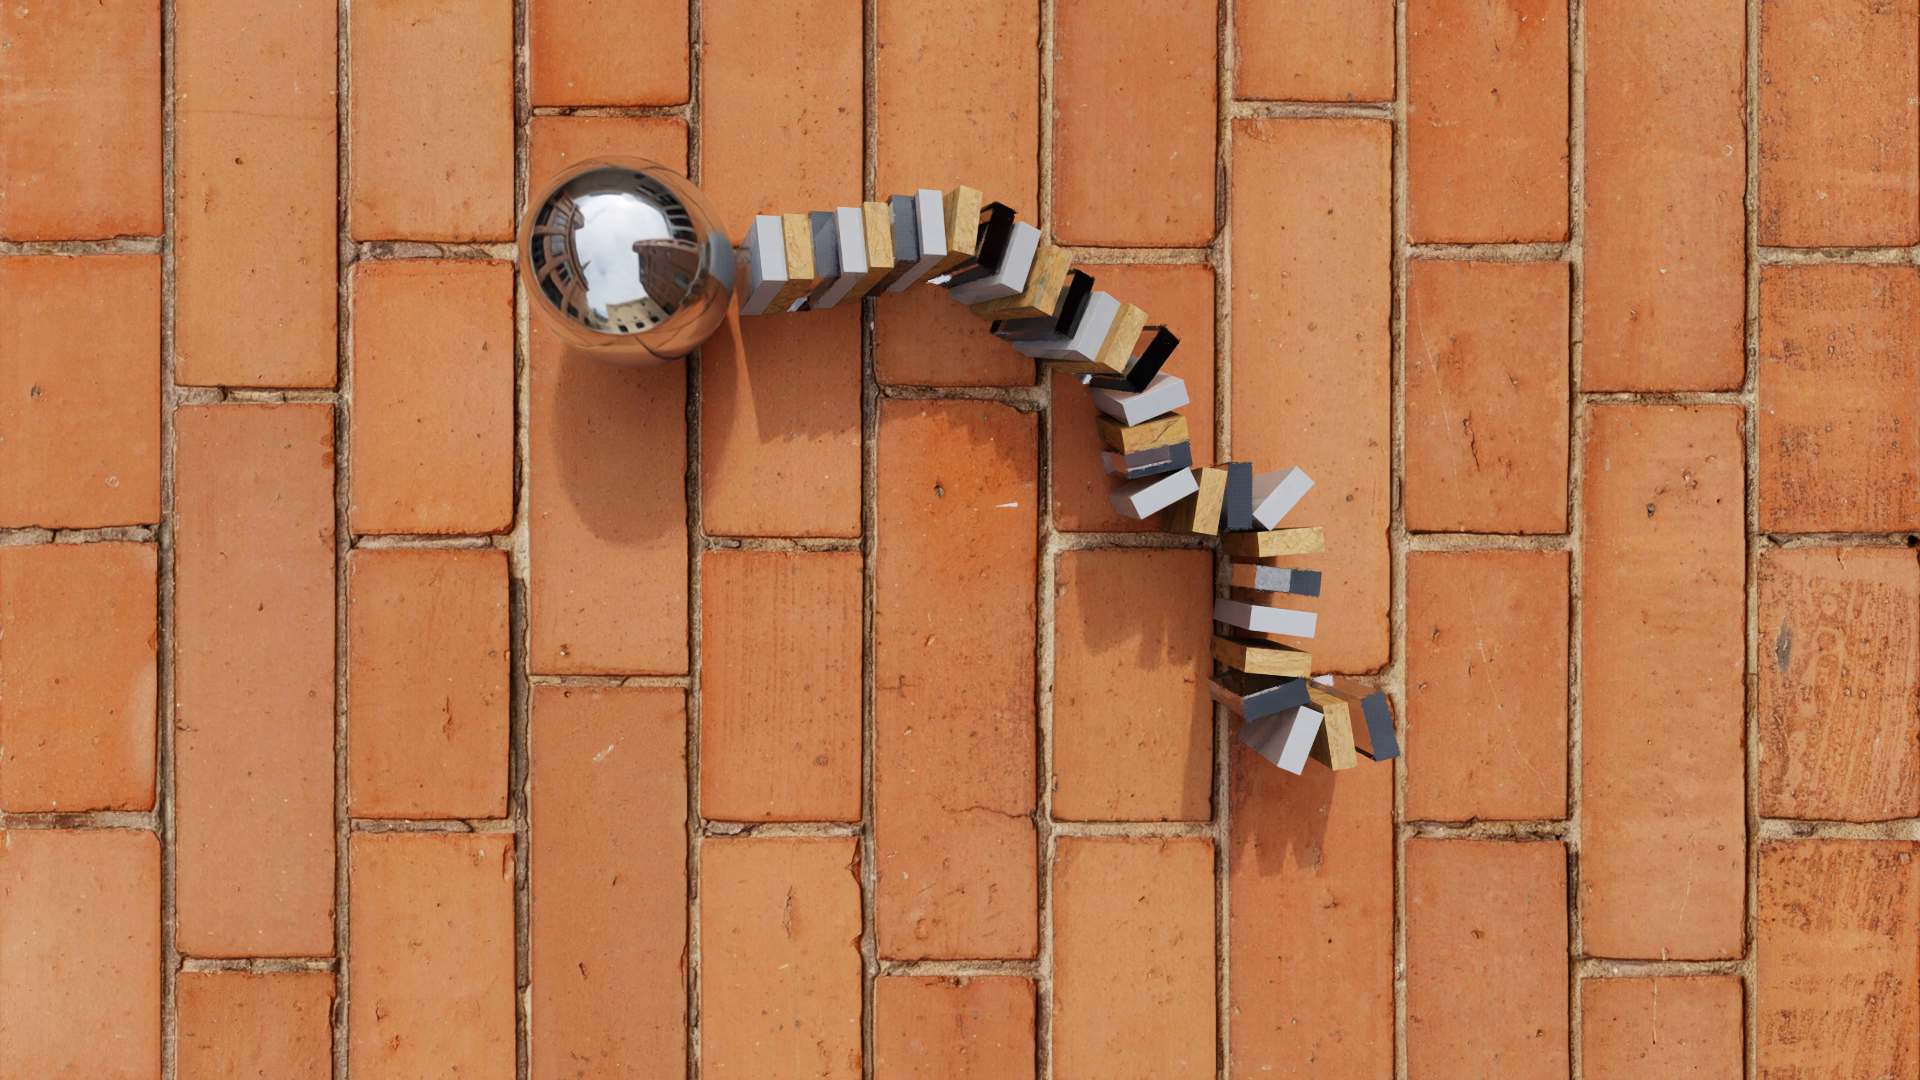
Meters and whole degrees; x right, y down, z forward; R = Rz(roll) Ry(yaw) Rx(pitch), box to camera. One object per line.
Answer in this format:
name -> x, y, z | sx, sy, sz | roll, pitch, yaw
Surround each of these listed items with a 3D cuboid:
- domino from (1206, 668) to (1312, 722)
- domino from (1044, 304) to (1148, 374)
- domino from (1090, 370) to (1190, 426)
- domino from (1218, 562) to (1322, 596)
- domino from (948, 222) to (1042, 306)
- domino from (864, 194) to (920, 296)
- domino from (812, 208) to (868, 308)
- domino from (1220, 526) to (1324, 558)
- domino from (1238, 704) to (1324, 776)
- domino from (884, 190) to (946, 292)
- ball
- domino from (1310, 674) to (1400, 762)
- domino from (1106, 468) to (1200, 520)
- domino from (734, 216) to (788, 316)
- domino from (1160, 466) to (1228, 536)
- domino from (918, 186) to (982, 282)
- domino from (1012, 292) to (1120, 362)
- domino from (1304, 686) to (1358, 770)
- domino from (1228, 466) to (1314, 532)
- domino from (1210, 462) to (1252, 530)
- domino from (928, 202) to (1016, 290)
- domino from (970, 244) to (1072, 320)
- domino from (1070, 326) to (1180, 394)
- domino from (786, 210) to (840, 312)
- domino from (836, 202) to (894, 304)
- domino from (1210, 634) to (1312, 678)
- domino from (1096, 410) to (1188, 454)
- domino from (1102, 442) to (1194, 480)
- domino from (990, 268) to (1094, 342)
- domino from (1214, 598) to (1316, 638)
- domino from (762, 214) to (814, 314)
domino -> 0.121, 0.061, 0.375 | 0.025, 0.050, 0.010 | -18, 90, 0
domino -> 0.054, -0.082, 0.375 | 0.010, 0.050, 0.025 | 25, 90, -25
domino -> 0.072, -0.060, 0.375 | 0.025, 0.050, 0.010 | -22, 108, 0
domino -> 0.125, 0.016, 0.375 | 0.025, 0.050, 0.009 | 6, 90, 0
domino -> 0.013, -0.112, 0.375 | 0.010, 0.050, 0.025 | 18, 90, -26
domino -> -0.031, -0.119, 0.375 | 0.009, 0.050, 0.025 | -5, 90, -24
domino -> -0.051, -0.114, 0.375 | 0.010, 0.050, 0.025 | -6, 90, -24
domino -> 0.127, 0.001, 0.375 | 0.025, 0.050, 0.010 | -5, 90, 0
domino -> 0.130, 0.077, 0.375 | 0.009, 0.050, 0.025 | 21, 90, 0
domino -> -0.021, -0.121, 0.375 | 0.010, 0.050, 0.025 | -5, 90, -24
ball -> -0.129, -0.108, 0.360 | 0.080, 0.080, 0.080 | 0, 90, 0
domino -> 0.161, 0.072, 0.375 | 0.010, 0.050, 0.025 | -14, 90, 0
domino -> 0.078, -0.020, 0.375 | 0.025, 0.050, 0.010 | -28, 94, 1
domino -> -0.082, -0.111, 0.375 | 0.009, 0.050, 0.025 | -6, 90, -24
domino -> 0.095, -0.015, 0.375 | 0.010, 0.050, 0.025 | 10, 90, -2
domino -> -0.008, -0.124, 0.375 | 0.009, 0.050, 0.025 | 7, 90, -25
domino -> 0.042, -0.088, 0.376 | 0.010, 0.050, 0.025 | 25, 90, -30
domino -> 0.145, 0.075, 0.375 | 0.009, 0.050, 0.025 | -9, 90, 0
domino -> 0.124, -0.016, 0.375 | 0.010, 0.050, 0.025 | 43, 90, 0
domino -> 0.107, -0.017, 0.375 | 0.009, 0.050, 0.025 | 0, 90, 0
domino -> 0.004, -0.120, 0.375 | 0.010, 0.050, 0.025 | 17, 90, -25
domino -> 0.024, -0.105, 0.376 | 0.010, 0.050, 0.025 | 19, 90, -30
domino -> 0.066, -0.075, 0.375 | 0.009, 0.050, 0.025 | 36, 89, -22
domino -> -0.062, -0.113, 0.375 | 0.010, 0.050, 0.025 | -6, 90, -24
domino -> -0.041, -0.116, 0.375 | 0.009, 0.050, 0.025 | -6, 90, -24
domino -> 0.122, 0.047, 0.375 | 0.025, 0.050, 0.009 | 5, 90, 0
domino -> 0.073, -0.046, 0.375 | 0.025, 0.050, 0.009 | -12, 104, 0
domino -> 0.075, -0.034, 0.375 | 0.025, 0.050, 0.009 | -12, 98, 0
domino -> 0.033, -0.096, 0.376 | 0.009, 0.050, 0.025 | 20, 90, -30
domino -> 0.123, 0.031, 0.375 | 0.025, 0.050, 0.009 | 7, 90, 0
domino -> -0.072, -0.112, 0.375 | 0.009, 0.050, 0.025 | -6, 90, -24
